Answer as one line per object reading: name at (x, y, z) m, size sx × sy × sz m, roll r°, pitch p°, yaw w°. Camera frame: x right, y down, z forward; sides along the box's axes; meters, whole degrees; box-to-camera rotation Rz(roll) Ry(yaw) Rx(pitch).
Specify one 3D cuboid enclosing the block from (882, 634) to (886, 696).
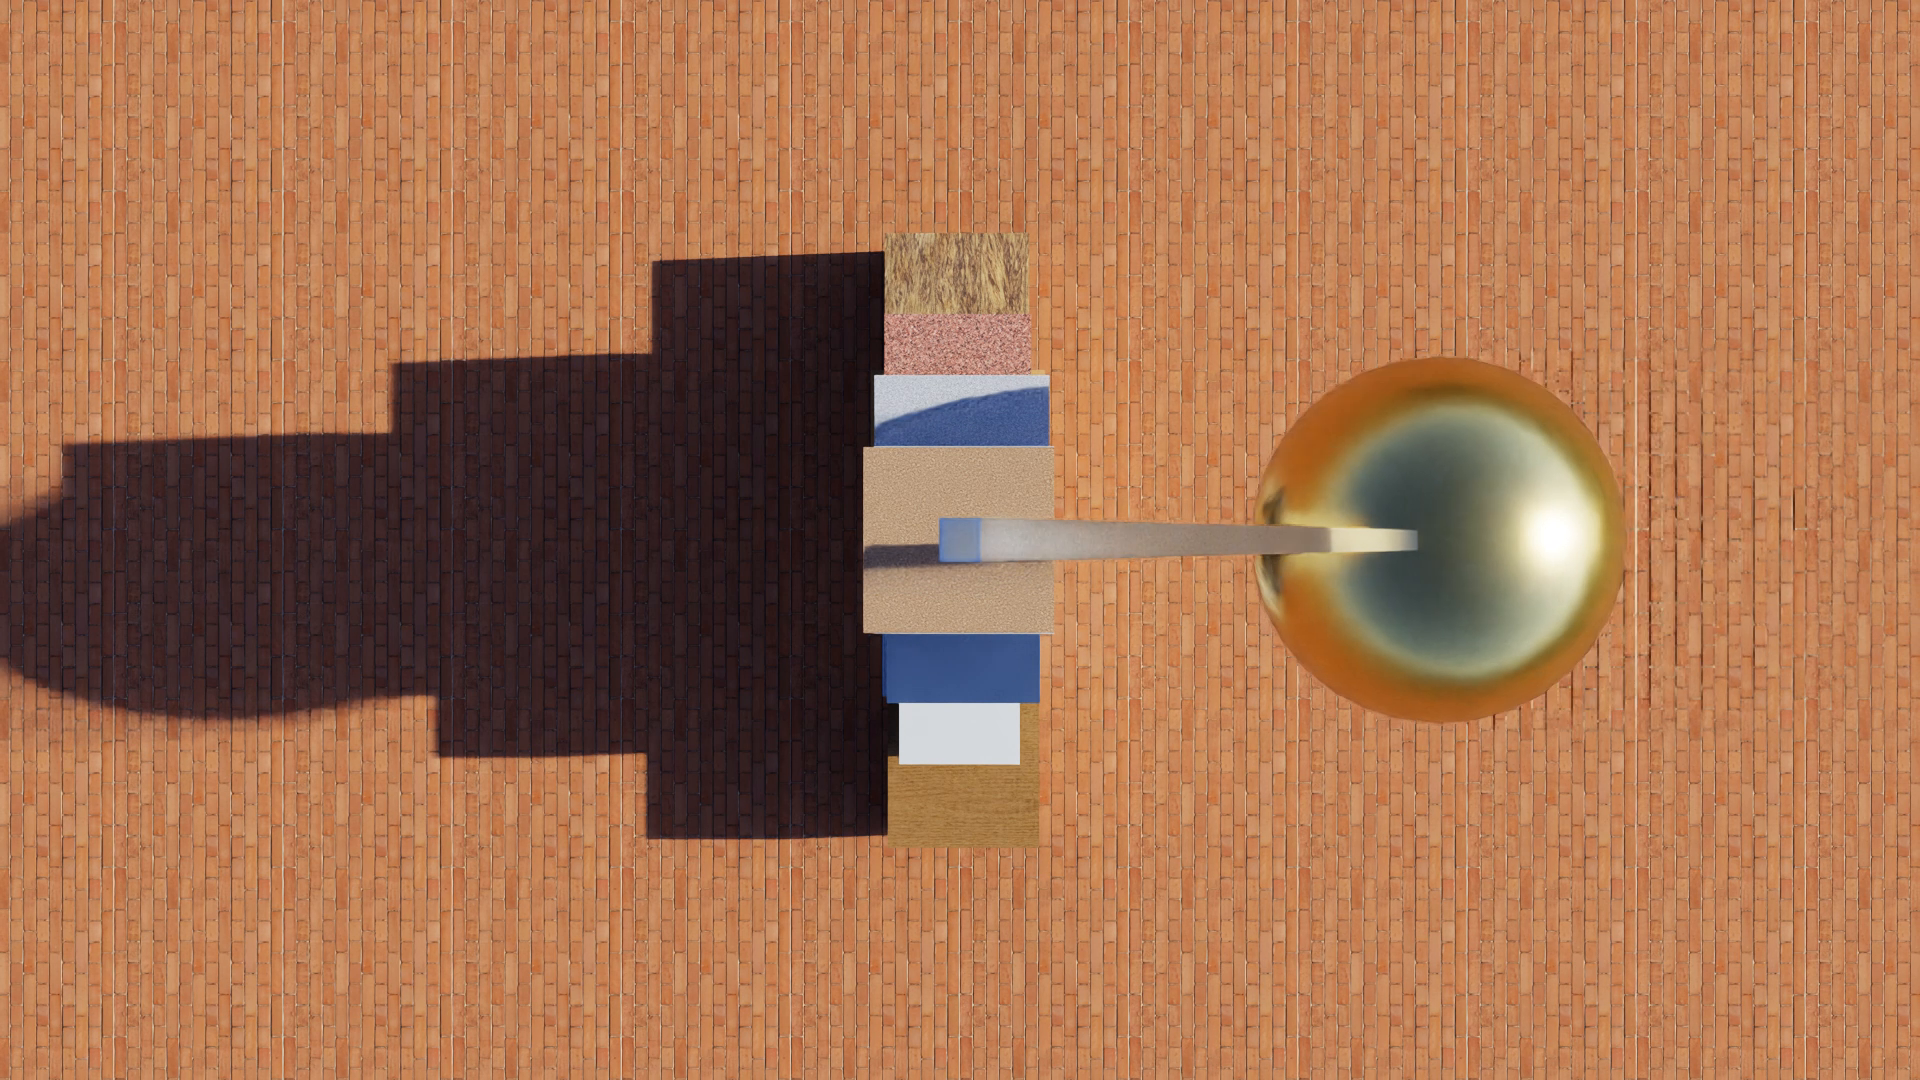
block at (0.007, 0.388, 12.555) m, size 0.870 × 0.891 × 0.949 m, roll 0°, pitch 90°, yaw 0°

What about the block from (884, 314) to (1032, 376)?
block at (-0.011, -0.793, 11.761) m, size 0.762 × 0.697 × 0.762 m, roll 0°, pitch 90°, yaw 0°

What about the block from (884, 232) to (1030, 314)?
block at (-0.017, -1.328, 12.624) m, size 0.804 × 0.752 × 0.764 m, roll 0°, pitch 90°, yaw 0°

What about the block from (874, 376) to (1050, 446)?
block at (0.009, -0.348, 10.764) m, size 0.825 × 0.774 × 0.861 m, roll 0°, pitch 90°, yaw 0°

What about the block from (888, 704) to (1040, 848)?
block at (0.019, 1.291, 12.610) m, size 0.841 × 0.780 × 0.838 m, roll 0°, pitch 90°, yaw 0°

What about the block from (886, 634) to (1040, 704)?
block at (0.017, 0.436, 10.825) m, size 0.731 × 0.653 × 0.685 m, roll 0°, pitch 90°, yaw 0°

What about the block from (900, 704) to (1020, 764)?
block at (-0.003, 0.825, 11.809) m, size 0.631 × 0.601 × 0.698 m, roll 0°, pitch 90°, yaw 0°

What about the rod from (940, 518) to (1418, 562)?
rod at (0.899, 0.000, 6.397) m, size 0.080 × 5.200 × 0.080 m, roll 0°, pitch 90°, yaw 20°

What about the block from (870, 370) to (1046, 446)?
block at (-0.012, -0.516, 12.555) m, size 0.960 × 0.891 × 0.840 m, roll 0°, pitch 90°, yaw 0°

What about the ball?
ball at (2.074, 0.000, 9.587) m, size 1.600 × 1.600 × 1.600 m, roll 0°, pitch 90°, yaw 0°

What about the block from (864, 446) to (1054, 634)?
block at (-0.004, 0.000, 8.216) m, size 0.688 × 0.575 × 0.671 m, roll 0°, pitch 90°, yaw 0°
